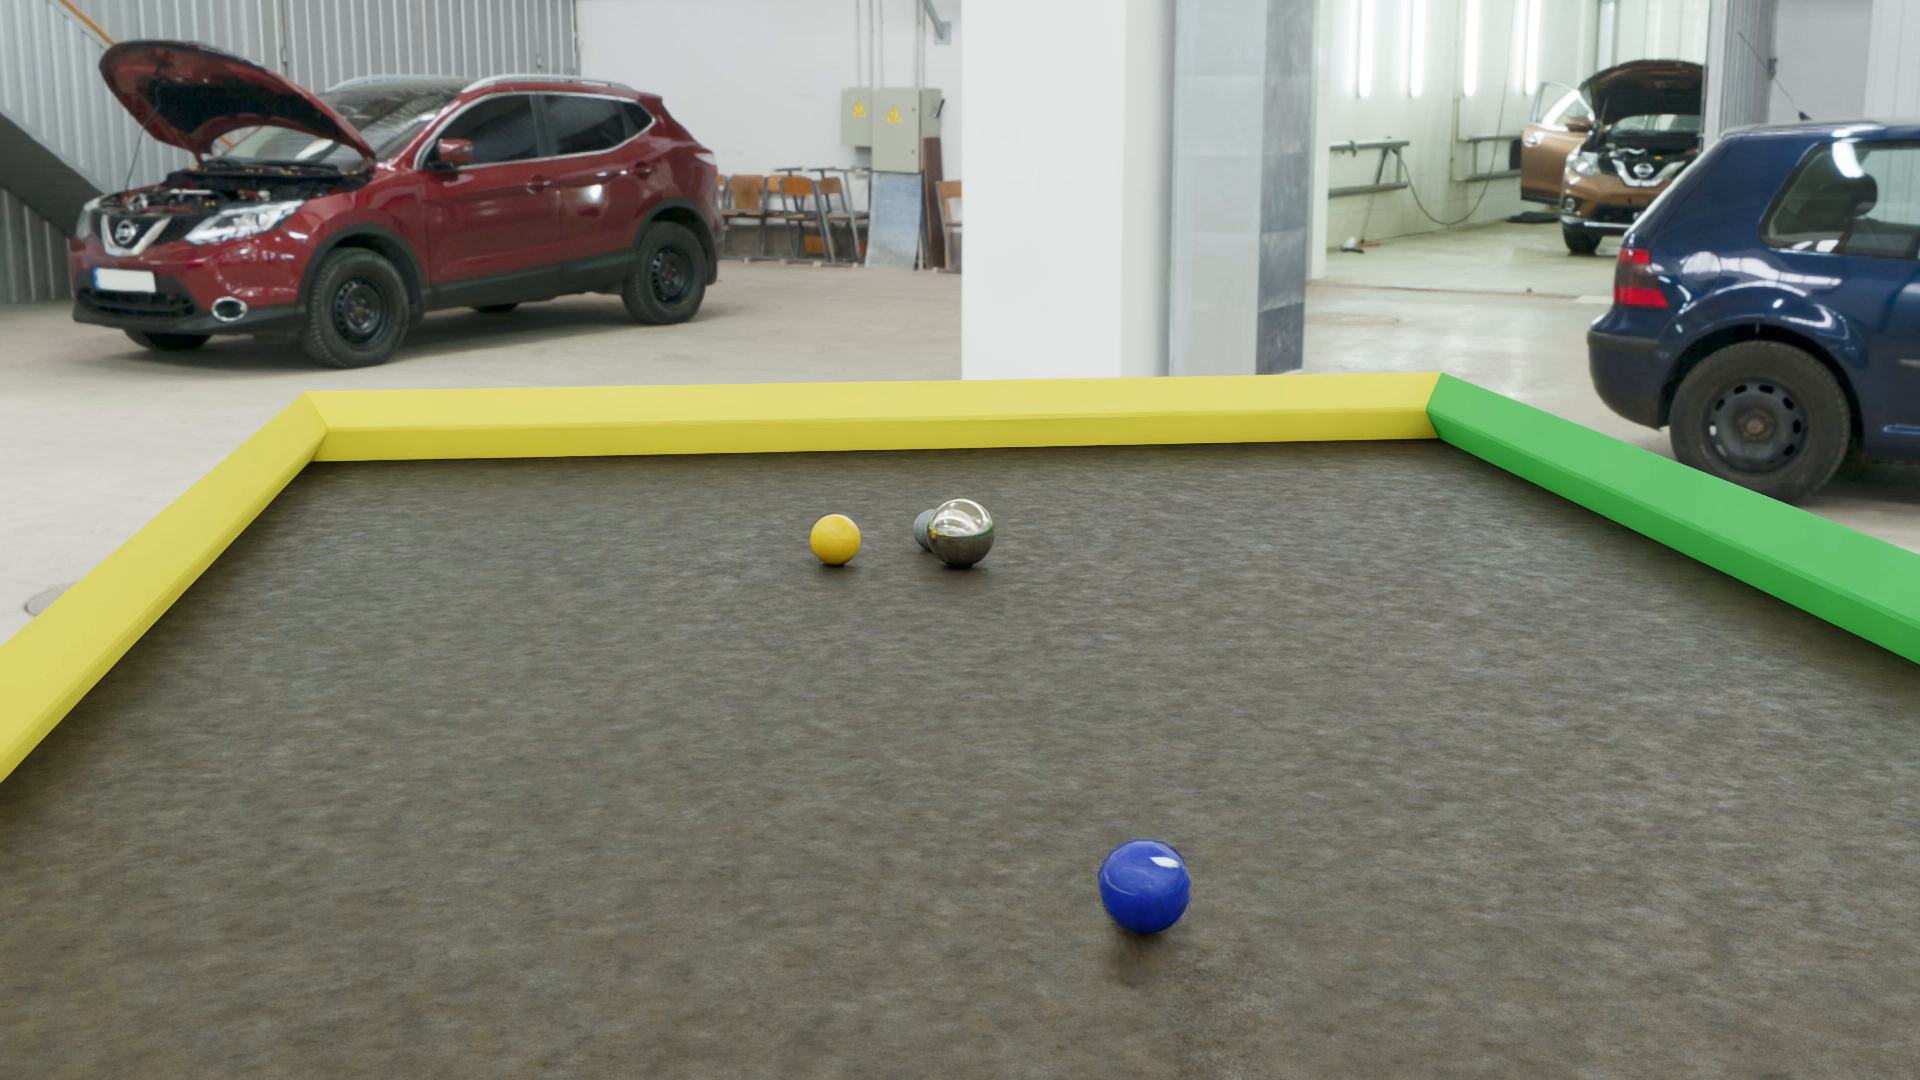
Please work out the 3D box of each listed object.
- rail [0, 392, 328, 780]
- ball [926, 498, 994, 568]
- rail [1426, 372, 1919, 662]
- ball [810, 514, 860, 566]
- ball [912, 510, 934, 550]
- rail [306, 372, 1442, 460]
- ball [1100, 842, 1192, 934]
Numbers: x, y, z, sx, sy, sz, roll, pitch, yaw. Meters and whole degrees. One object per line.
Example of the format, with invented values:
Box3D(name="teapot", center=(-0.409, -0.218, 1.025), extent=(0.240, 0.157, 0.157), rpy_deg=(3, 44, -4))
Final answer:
Box3D(name="rail", center=(-0.913, 0.211, 2.018), extent=(0.045, 0.128, 4.128), rpy_deg=(-1, 12, -7))
Box3D(name="ball", center=(0.001, -0.010, 3.151), extent=(0.098, 0.098, 0.098), rpy_deg=(0, 12, 0))
Box3D(name="rail", center=(1.171, 0.157, 2.275), extent=(0.045, 0.128, 4.128), rpy_deg=(-1, 12, -7))
Box3D(name="ball", center=(-0.179, 0.000, 3.165), extent=(0.074, 0.074, 0.074), rpy_deg=(0, 12, 0))
Box3D(name="ball", center=(-0.040, -0.015, 3.267), extent=(0.061, 0.061, 0.061), rpy_deg=(0, 12, 0))
Box3D(name="rail", center=(-0.126, -0.230, 4.127), extent=(2.148, 0.128, 0.045), rpy_deg=(-1, 12, -7))
Box3D(name="ball", center=(0.152, 0.284, 1.801), extent=(0.075, 0.075, 0.075), rpy_deg=(0, 12, 0))
